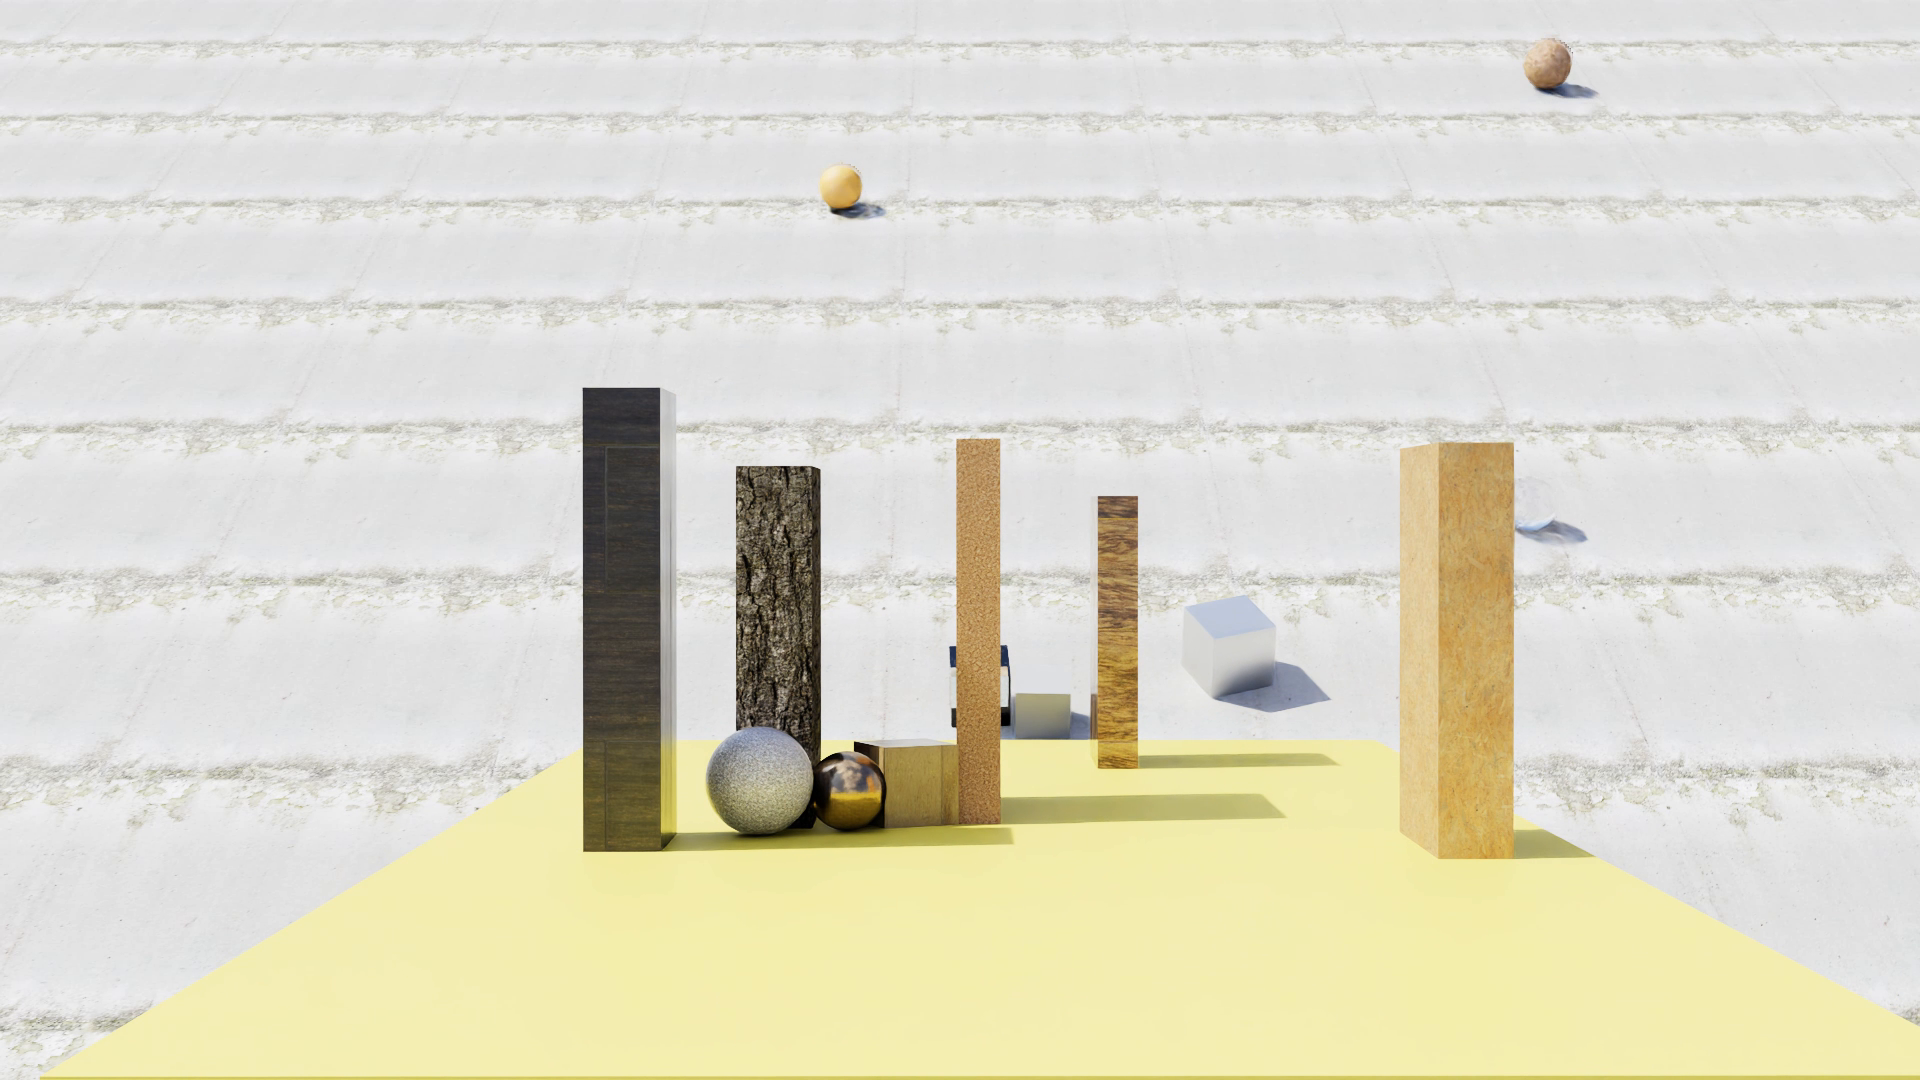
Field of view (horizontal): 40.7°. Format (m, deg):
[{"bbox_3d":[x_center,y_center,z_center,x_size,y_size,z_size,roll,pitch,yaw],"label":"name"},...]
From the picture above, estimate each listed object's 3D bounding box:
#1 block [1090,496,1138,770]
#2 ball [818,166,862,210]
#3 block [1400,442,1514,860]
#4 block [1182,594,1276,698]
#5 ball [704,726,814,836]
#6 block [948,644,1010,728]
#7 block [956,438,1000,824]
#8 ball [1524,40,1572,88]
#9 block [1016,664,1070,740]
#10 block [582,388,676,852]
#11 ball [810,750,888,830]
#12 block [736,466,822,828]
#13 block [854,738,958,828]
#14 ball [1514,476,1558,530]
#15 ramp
[{"bbox_3d":[0.357,0.208,6.007,0.091,0.618,0.325,0,0,0],"label":"block"},{"bbox_3d":[-0.466,-1.375,10.081,0.170,0.170,0.170,0,29,0],"label":"ball"},{"bbox_3d":[0.856,0.183,4.477,0.125,0.692,0.375,0,0,0],"label":"block"},{"bbox_3d":[0.729,0.288,7.021,0.186,0.186,0.186,-11,30,-19],"label":"block"},{"bbox_3d":[-0.359,0.431,4.625,0.195,0.195,0.195,0,29,0],"label":"ball"},{"bbox_3d":[0.052,0.388,6.870,0.156,0.156,0.156,-1,29,-2],"label":"block"},{"bbox_3d":[0.034,0.167,5.013,0.082,0.715,0.448,0,0,0],"label":"block"},{"bbox_3d":[2.577,-2.084,11.337,0.208,0.208,0.208,0,29,0],"label":"ball"},{"bbox_3d":[0.219,0.427,6.812,0.143,0.143,0.143,1,29,2],"label":"block"},{"bbox_3d":[-0.575,0.134,4.516,0.132,0.789,0.251,0,0,0],"label":"block"},{"bbox_3d":[-0.205,0.455,4.692,0.145,0.145,0.145,0,29,0],"label":"ball"},{"bbox_3d":[-0.340,0.195,4.880,0.139,0.663,0.320,0,0,0],"label":"block"},{"bbox_3d":[-0.101,0.452,4.817,0.149,0.149,0.149,0,0,-25],"label":"block"},{"bbox_3d":[1.713,-0.109,7.772,0.162,0.162,0.162,0,29,0],"label":"ball"},{"bbox_3d":[0.064,0.578,4.623,2.000,0.100,4.000,0,0,0],"label":"ramp"}]
